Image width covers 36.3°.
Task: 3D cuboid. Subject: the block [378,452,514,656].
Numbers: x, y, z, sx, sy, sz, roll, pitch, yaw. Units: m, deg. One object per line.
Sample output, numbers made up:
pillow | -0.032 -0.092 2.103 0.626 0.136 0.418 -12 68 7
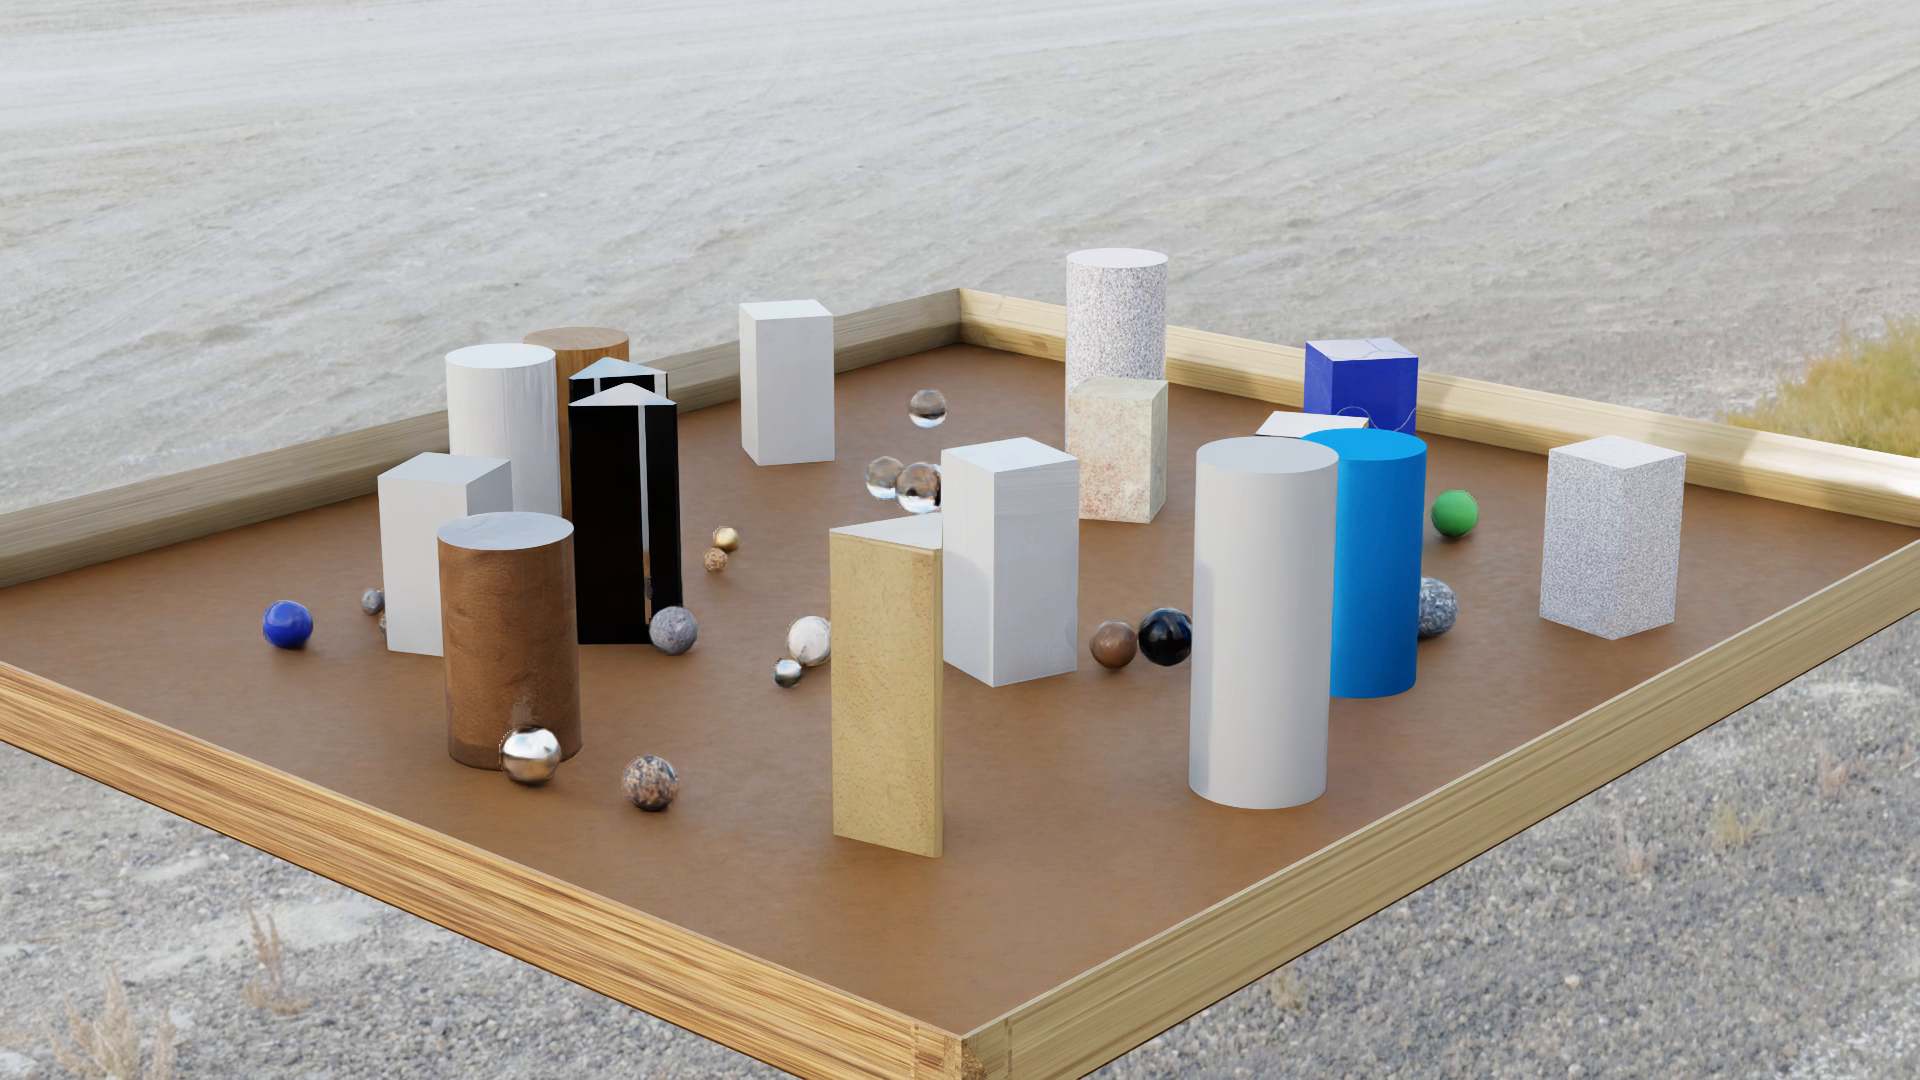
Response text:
block | -0.846 0.025 4.856 0.160 0.299 0.160 5 18 18

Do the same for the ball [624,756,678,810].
ball | -0.439 0.346 4.172 0.078 0.078 0.078 0 17 0

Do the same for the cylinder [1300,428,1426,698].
cylinder | 0.633 0.035 4.666 0.200 0.389 0.200 0 17 0

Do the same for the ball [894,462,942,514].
ball | -0.075 -0.099 5.613 0.099 0.099 0.099 0 17 0

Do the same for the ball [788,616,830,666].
ball | -0.240 0.164 4.770 0.081 0.081 0.081 0 17 0

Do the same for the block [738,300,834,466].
block | -0.355 -0.324 6.006 0.160 0.303 0.160 -5 17 -15

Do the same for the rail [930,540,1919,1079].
rail | 0.967 0.275 4.315 0.045 0.130 3.001 14 22 39

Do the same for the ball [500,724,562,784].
ball | -0.624 0.313 4.268 0.087 0.087 0.087 0 17 0

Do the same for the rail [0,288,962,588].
rail | -0.967 -0.210 5.924 0.045 0.130 3.001 14 22 39

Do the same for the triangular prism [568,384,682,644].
triangular prism | -0.553 -0.046 4.898 0.173 0.409 0.150 -1 17 -2

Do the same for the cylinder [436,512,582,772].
cylinder | -0.670 0.149 4.369 0.200 0.341 0.200 0 17 0

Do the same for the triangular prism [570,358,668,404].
triangular prism | -0.626 -0.146 5.334 0.173 0.349 0.150 -4 17 -15

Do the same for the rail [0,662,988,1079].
rail | -0.968 0.354 4.052 2.610 0.130 0.045 14 22 39

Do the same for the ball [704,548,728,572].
ball | -0.438 0.036 5.263 0.042 0.042 0.042 0 17 0

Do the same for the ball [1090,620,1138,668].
ball | 0.250 0.169 4.758 0.078 0.078 0.078 0 17 0

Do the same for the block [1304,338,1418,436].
block | 0.727 -0.167 5.364 0.160 0.373 0.160 -3 17 -11

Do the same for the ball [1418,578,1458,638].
ball | 0.781 0.113 4.906 0.100 0.100 0.100 0 17 0

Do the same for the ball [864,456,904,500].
ball | -0.143 -0.121 5.713 0.083 0.083 0.083 0 17 0

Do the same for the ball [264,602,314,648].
ball | -1.111 0.141 4.852 0.079 0.079 0.079 0 17 0

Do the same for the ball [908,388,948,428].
ball | -0.068 -0.279 6.239 0.084 0.084 0.084 0 17 0

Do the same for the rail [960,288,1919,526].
rail | 0.968 -0.289 6.188 2.610 0.130 0.045 14 22 39

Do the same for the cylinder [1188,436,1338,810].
cylinder | 0.433 0.117 4.206 0.200 0.497 0.200 0 17 0

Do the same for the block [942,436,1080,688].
block | 0.080 0.033 4.729 0.160 0.355 0.160 -10 19 -30

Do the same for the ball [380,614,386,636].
ball | -0.949 0.142 4.907 0.045 0.045 0.045 0 17 0

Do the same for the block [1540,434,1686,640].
block | 1.104 -0.007 4.964 0.160 0.296 0.160 -13 21 -36

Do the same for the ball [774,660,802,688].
ball | -0.274 0.213 4.670 0.046 0.046 0.046 0 17 0

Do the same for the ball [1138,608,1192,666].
ball | 0.337 0.158 4.768 0.095 0.095 0.095 0 17 0

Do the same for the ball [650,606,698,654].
ball | -0.471 0.148 4.826 0.079 0.079 0.079 0 17 0

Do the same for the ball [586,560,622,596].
ball | -0.624 0.066 5.130 0.062 0.062 0.062 0 17 0

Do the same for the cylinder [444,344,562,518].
cylinder | -0.839 -0.168 5.405 0.200 0.352 0.200 0 17 0

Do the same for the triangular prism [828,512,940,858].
triangular prism | -0.065 0.192 4.053 0.173 0.442 0.150 10 19 29

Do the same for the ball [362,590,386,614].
ball | -1.006 0.106 5.030 0.042 0.042 0.042 0 17 0

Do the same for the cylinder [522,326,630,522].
cylinder | -0.729 -0.223 5.614 0.200 0.335 0.200 0 17 0

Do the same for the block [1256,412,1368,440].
block | 0.583 -0.018 4.896 0.160 0.357 0.160 5 17 16

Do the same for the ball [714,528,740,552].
ball | -0.427 0.000 5.378 0.046 0.046 0.046 0 17 0

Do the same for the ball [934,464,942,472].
ball | -0.049 -0.126 5.796 0.045 0.045 0.045 0 17 0

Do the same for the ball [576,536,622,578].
ball | -0.640 0.035 5.197 0.083 0.083 0.083 0 17 0

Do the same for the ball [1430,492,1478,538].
ball | 0.921 -0.048 5.467 0.085 0.085 0.085 0 17 0

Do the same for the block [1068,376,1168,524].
block | 0.303 -0.175 5.619 0.160 0.241 0.160 4 17 14

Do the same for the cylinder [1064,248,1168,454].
cylinder | 0.309 -0.343 5.828 0.200 0.443 0.200 0 17 0
